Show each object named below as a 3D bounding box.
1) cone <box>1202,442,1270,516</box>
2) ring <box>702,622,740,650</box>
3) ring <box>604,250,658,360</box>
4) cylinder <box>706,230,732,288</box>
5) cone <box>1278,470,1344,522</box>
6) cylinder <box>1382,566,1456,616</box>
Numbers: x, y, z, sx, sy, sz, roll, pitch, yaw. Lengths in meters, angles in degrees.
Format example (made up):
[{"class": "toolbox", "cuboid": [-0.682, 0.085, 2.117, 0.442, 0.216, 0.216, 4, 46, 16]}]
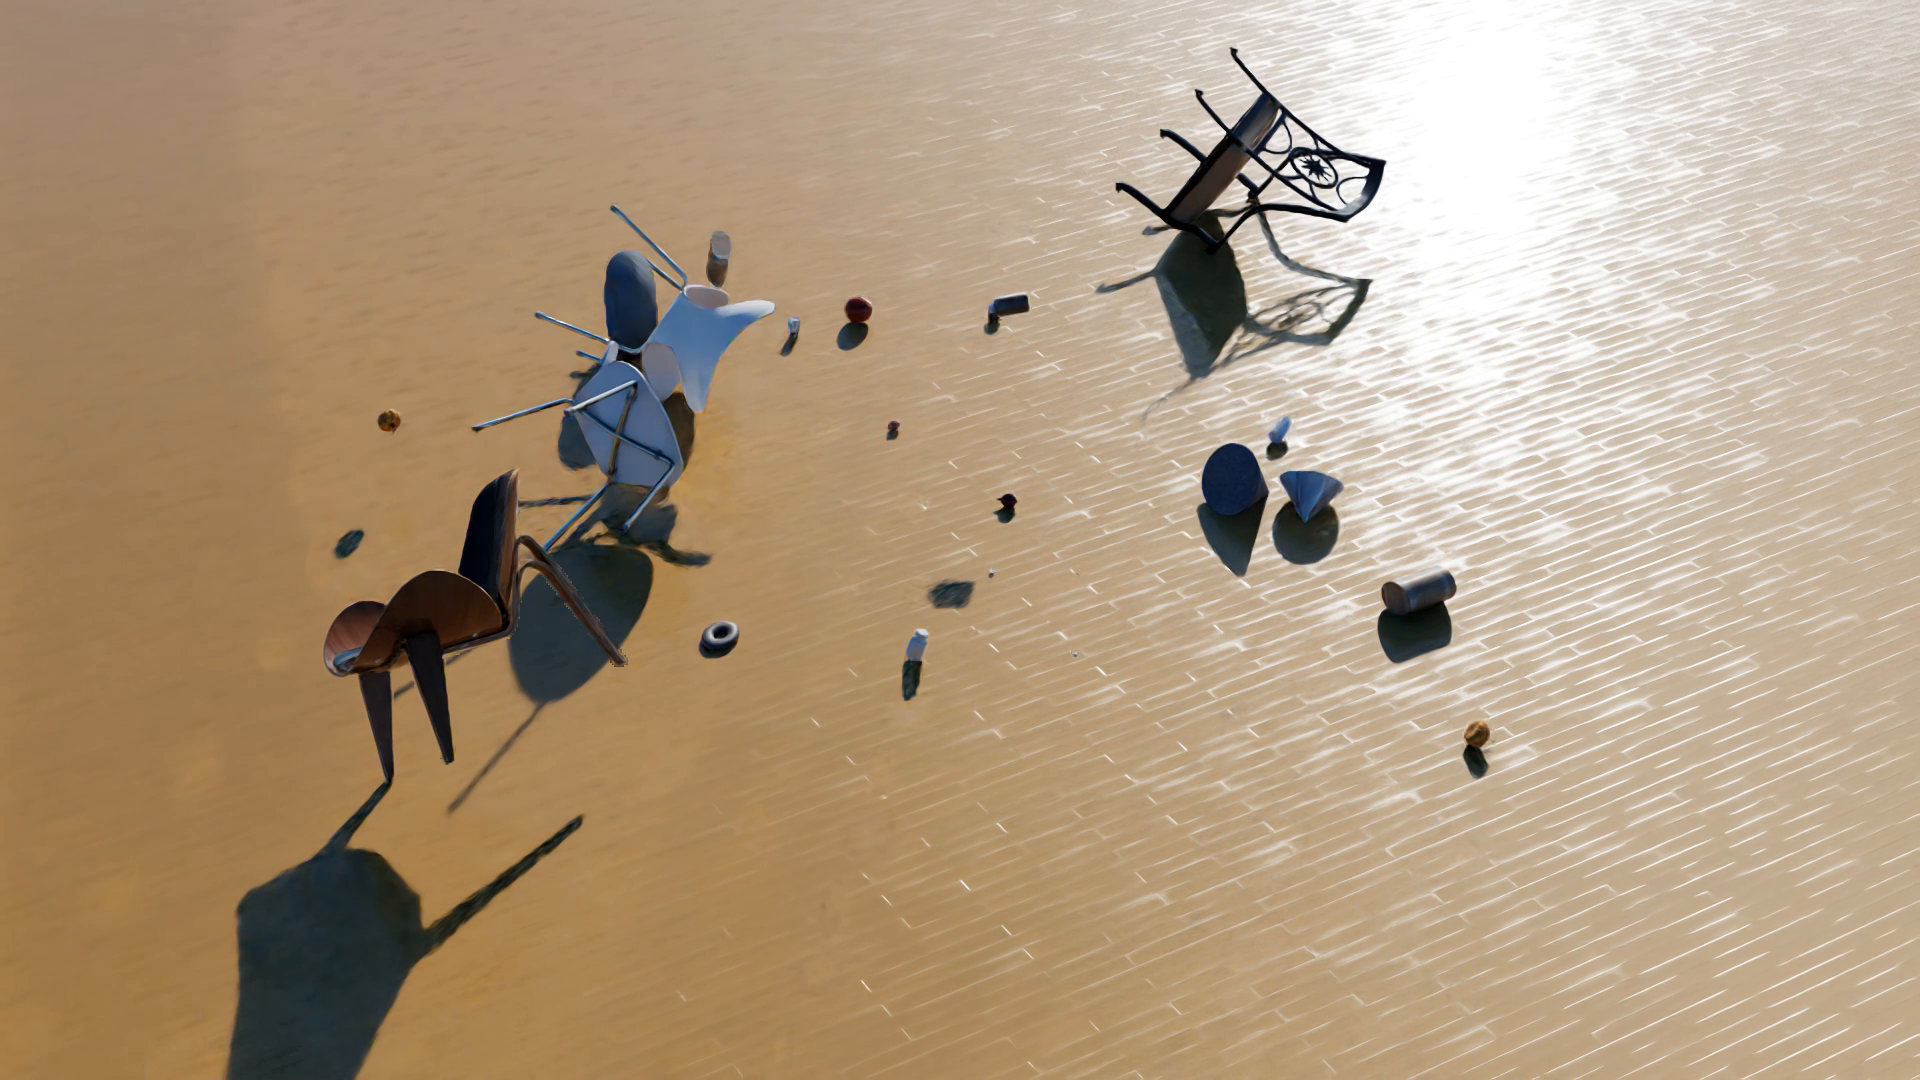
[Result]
[{"class": "cone", "cuboid": [1.104, -0.208, 11.154, 0.219, 0.273, 0.314, 16, 17, -40]}, {"class": "ring", "cuboid": [-0.850, 0.339, 10.405, 0.130, 0.029, 0.171, 12, 35, 16]}, {"class": "ring", "cuboid": [-1.348, -0.962, 12.005, 0.165, 0.405, 0.484, -2, 52, -16]}, {"class": "cylinder", "cuboid": [-0.963, -1.123, 11.706, 0.083, 0.151, 0.176, 2, 47, -12]}, {"class": "cone", "cuboid": [1.315, -0.140, 11.076, 0.252, 0.208, 0.170, 8, 66, 12]}, {"class": "cylinder", "cuboid": [1.650, 0.182, 10.546, 0.211, 0.129, 0.168, -18, 15, -25]}]
